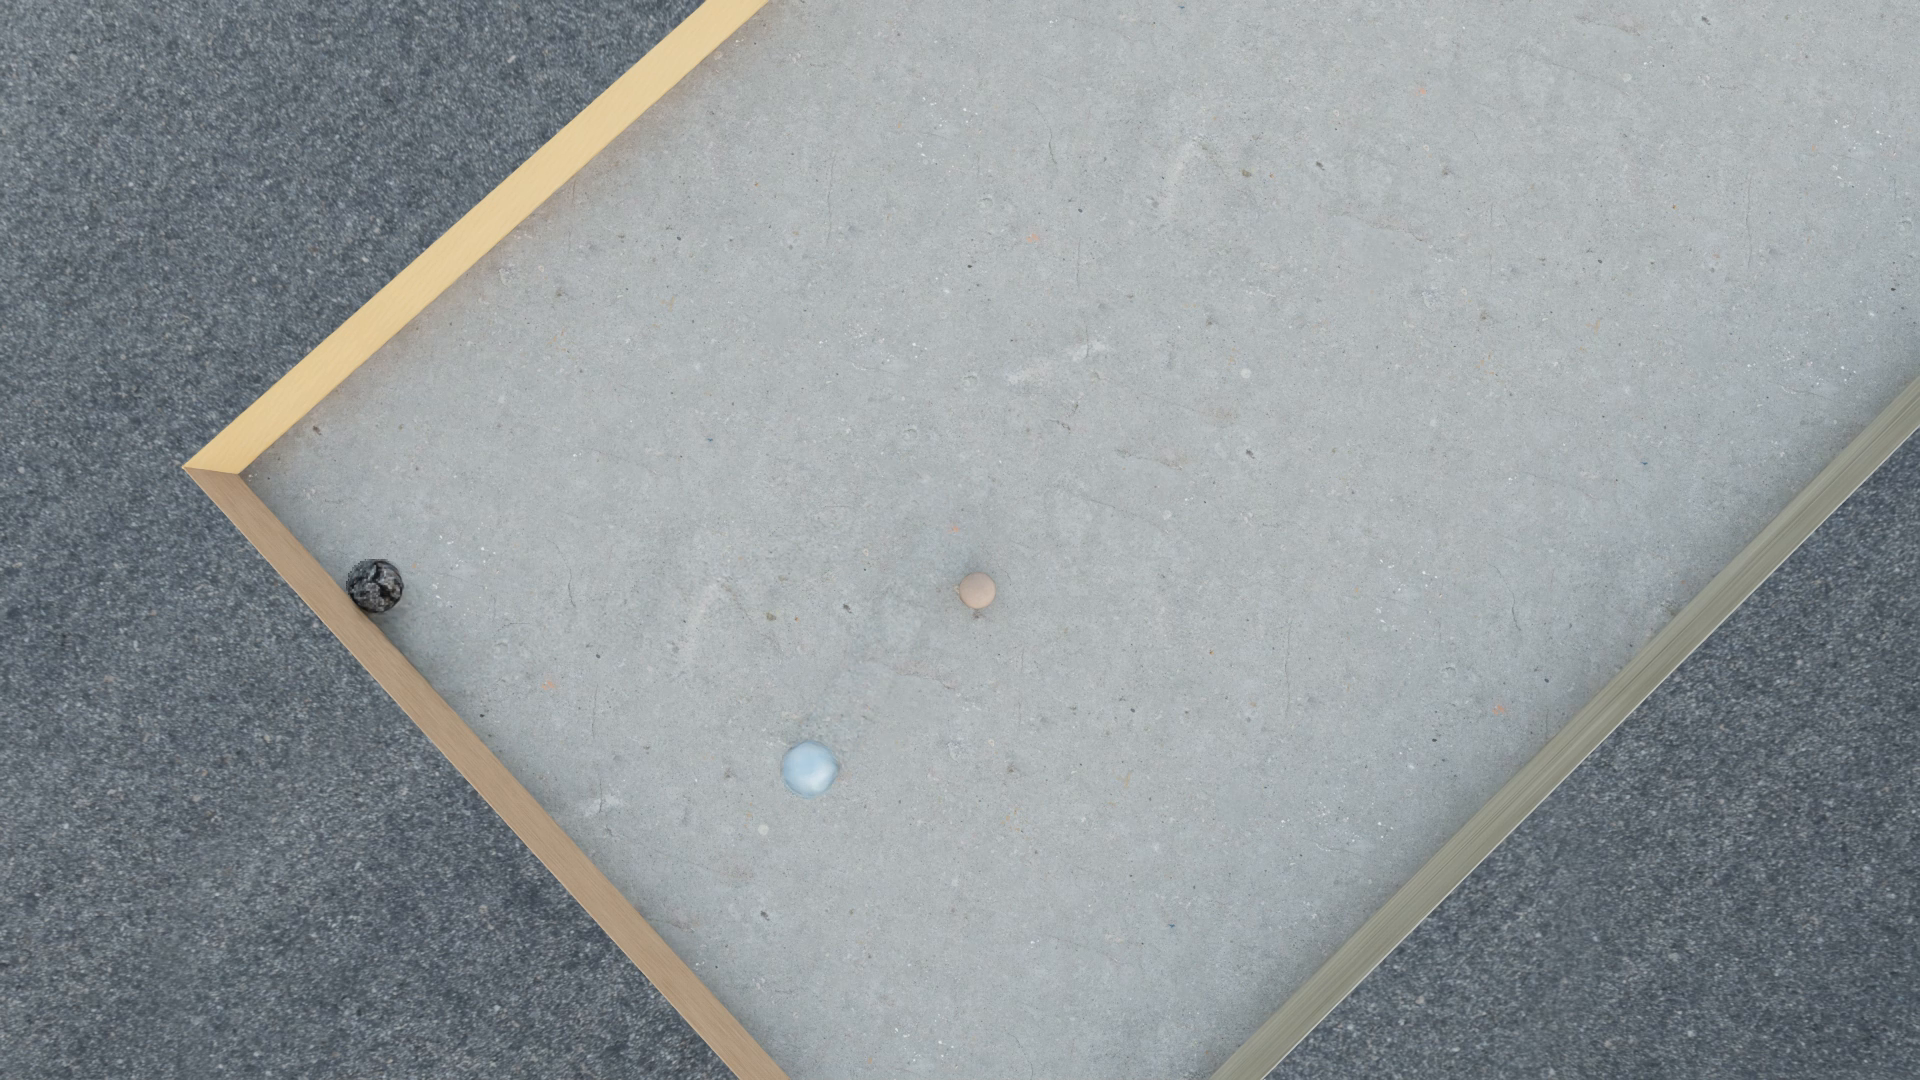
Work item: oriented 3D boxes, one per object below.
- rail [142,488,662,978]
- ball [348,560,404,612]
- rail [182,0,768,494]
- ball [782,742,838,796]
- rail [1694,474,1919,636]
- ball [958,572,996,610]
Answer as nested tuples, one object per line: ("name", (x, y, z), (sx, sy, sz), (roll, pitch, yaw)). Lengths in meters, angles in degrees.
("rail", (-0.544, 0.508, 3.176), (0.045, 0.104, 1.712), (-43, 127, -6))
("ball", (-0.865, 0.069, 3.257), (0.078, 0.078, 0.078), (0, 81, 0))
("rail", (-0.023, -1.116, 3.426), (3.037, 0.104, 0.045), (-43, 84, -6))
("ball", (-0.220, 0.335, 3.215), (0.080, 0.080, 0.080), (0, 81, 0))
("rail", (1.123, 0.087, 3.240), (0.045, 3.037, 0.104), (-43, 84, -6))
("ball", (0.026, 0.075, 3.268), (0.056, 0.056, 0.056), (0, 81, 0))
